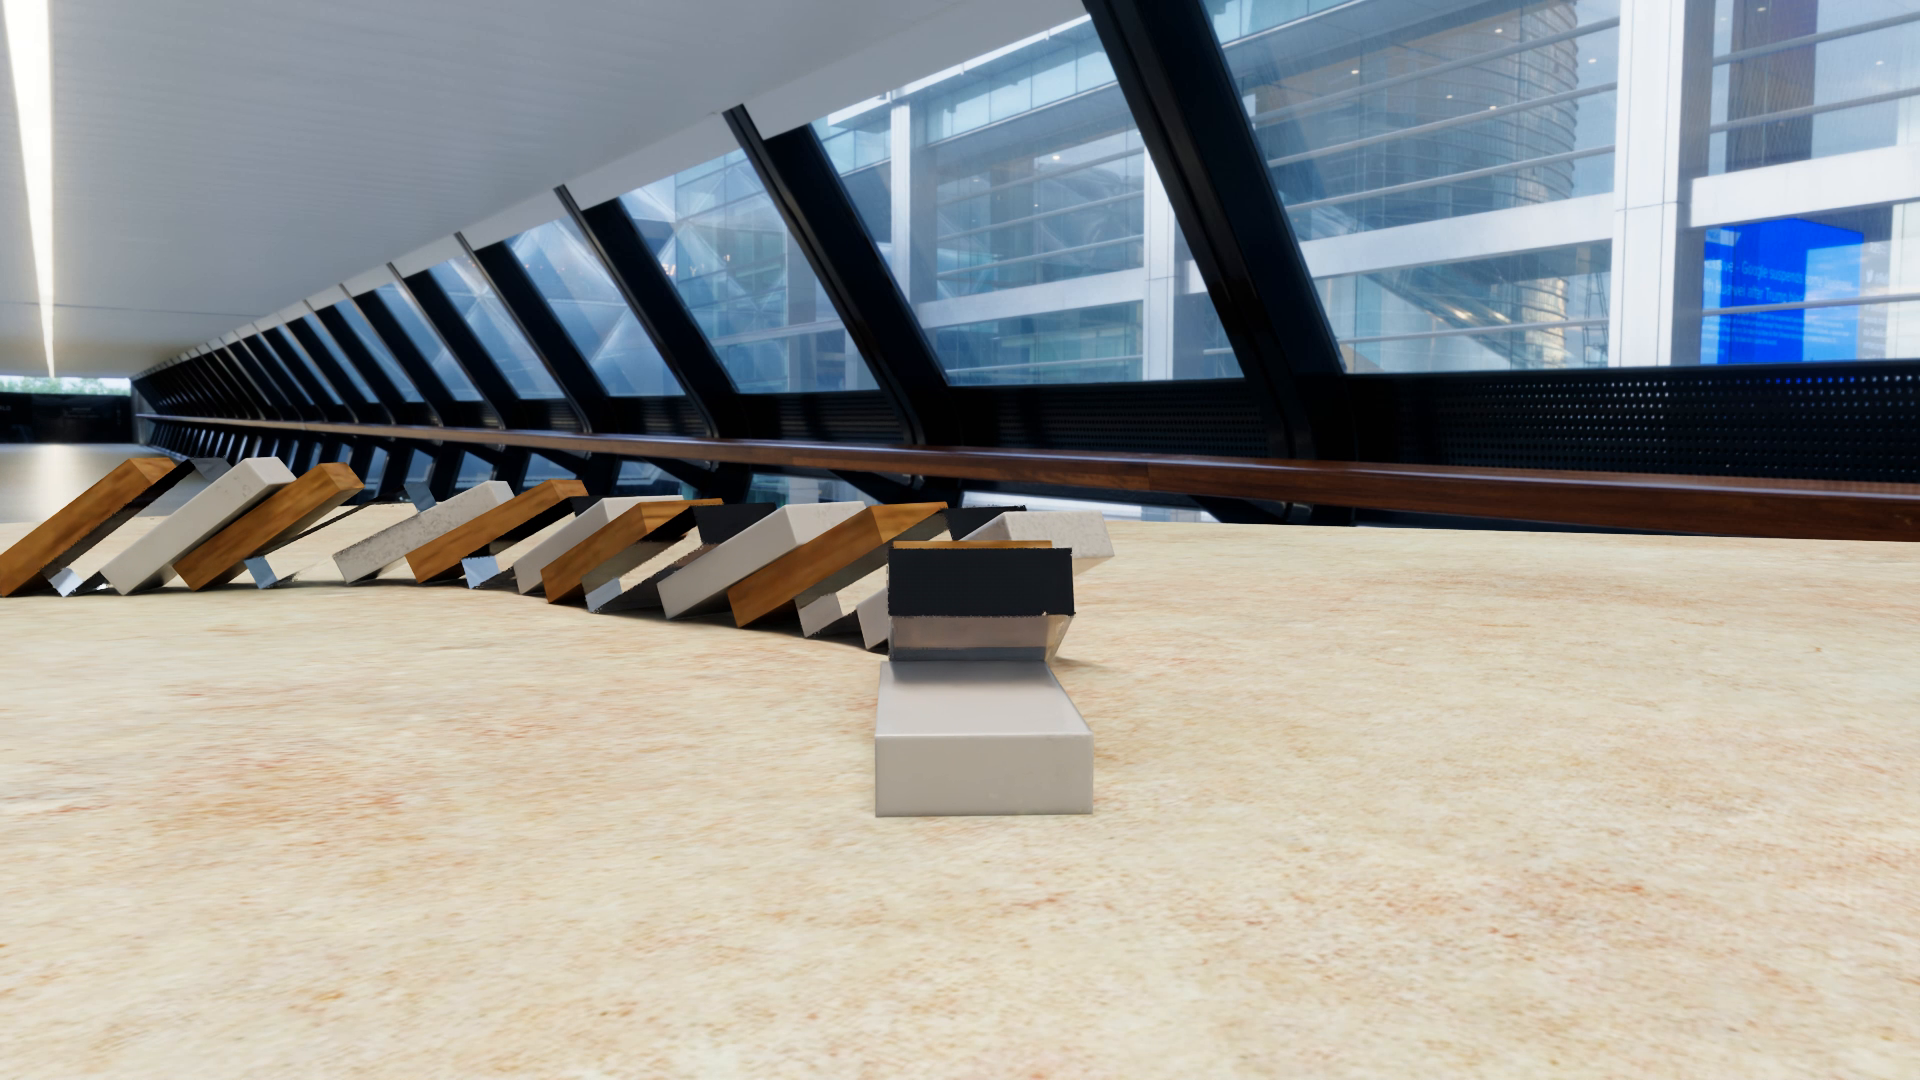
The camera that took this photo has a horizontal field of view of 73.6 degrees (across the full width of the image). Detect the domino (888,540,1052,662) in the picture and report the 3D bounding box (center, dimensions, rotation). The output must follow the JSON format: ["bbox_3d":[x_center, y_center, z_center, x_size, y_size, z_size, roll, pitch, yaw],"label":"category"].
[{"bbox_3d":[0.000,0.012,0.224,0.025,0.009,0.050,0,-17,-4],"label":"domino"}]

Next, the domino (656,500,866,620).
[{"bbox_3d":[-0.047,0.005,0.305,0.050,0.010,0.025,-27,-14,37],"label":"domino"}]

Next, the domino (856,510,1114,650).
[{"bbox_3d":[0.004,0.008,0.254,0.025,0.010,0.050,-2,-20,-40],"label":"domino"}]

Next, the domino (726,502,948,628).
[{"bbox_3d":[-0.027,0.006,0.291,0.050,0.009,0.025,-28,-14,36],"label":"domino"}]

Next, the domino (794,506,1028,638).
[{"bbox_3d":[-0.010,0.007,0.274,0.025,0.010,0.050,-4,-19,-47],"label":"domino"}]

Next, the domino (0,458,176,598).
[{"bbox_3d":[-0.250,-0.004,0.368,0.050,0.009,0.025,-39,9,-5],"label":"domino"}]

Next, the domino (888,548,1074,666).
[{"bbox_3d":[0.002,0.014,0.197,0.025,0.009,0.050,0,-19,-3],"label":"domino"}]

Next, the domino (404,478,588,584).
[{"bbox_3d":[-0.140,-0.003,0.391,0.050,0.009,0.025,-27,0,5],"label":"domino"}]

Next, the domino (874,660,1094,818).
[{"bbox_3d":[0.002,0.025,0.171,0.025,0.010,0.050,0,4,-3],"label":"domino"}]

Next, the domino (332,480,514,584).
[{"bbox_3d":[-0.163,-0.003,0.395,0.050,0.009,0.025,-27,5,-5],"label":"domino"}]

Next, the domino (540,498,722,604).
[{"bbox_3d":[-0.085,0.003,0.336,0.050,0.009,0.025,-27,-14,40],"label":"domino"}]

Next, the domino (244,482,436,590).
[{"bbox_3d":[-0.187,-0.002,0.390,0.050,0.009,0.025,-27,8,-6],"label":"domino"}]

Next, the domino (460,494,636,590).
[{"bbox_3d":[-0.119,0.000,0.375,0.050,0.009,0.025,-24,-9,30],"label":"domino"}]

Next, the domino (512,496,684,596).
[{"bbox_3d":[-0.100,0.002,0.356,0.050,0.009,0.025,-27,-14,39],"label":"domino"}]

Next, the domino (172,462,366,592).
[{"bbox_3d":[-0.205,-0.005,0.382,0.050,0.009,0.025,-36,9,-5],"label":"domino"}]

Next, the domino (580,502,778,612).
[{"bbox_3d":[-0.069,0.005,0.318,0.050,0.009,0.025,-26,-14,39],"label":"domino"}]

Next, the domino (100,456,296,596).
[{"bbox_3d":[-0.219,-0.005,0.372,0.050,0.009,0.025,-39,9,-4],"label":"domino"}]

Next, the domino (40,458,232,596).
[{"bbox_3d":[-0.235,-0.004,0.370,0.050,0.009,0.025,-39,9,-5],"label":"domino"}]
